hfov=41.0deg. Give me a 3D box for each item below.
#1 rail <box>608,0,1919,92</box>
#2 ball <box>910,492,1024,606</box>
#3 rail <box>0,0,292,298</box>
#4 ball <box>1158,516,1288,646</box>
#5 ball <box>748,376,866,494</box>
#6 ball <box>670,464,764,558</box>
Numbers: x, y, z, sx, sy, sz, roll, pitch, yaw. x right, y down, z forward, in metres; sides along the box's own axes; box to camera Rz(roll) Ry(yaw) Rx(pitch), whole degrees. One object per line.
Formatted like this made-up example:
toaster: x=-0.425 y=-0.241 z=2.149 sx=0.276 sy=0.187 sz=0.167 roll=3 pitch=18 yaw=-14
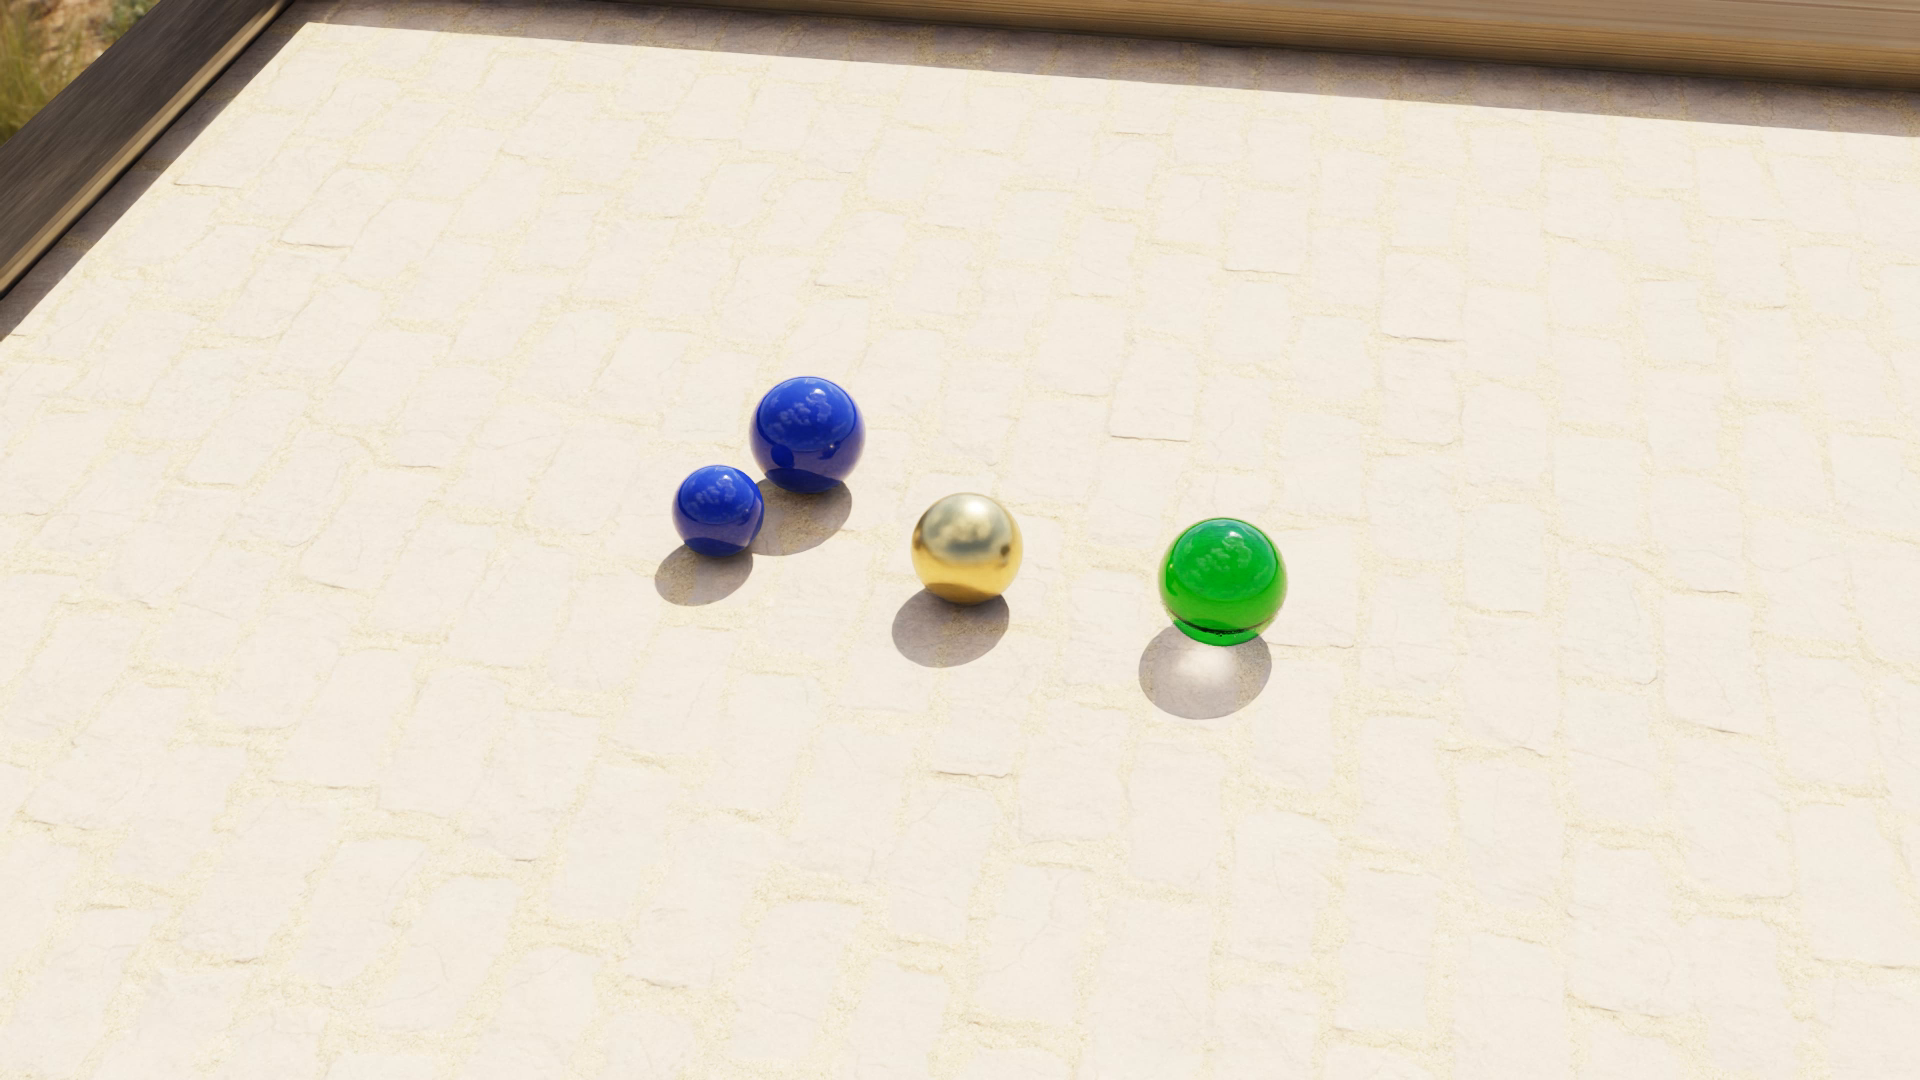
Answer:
rail: x=1.063 y=-0.484 z=2.544 sx=3.626 sy=0.120 sz=0.045 roll=6 pitch=35 yaw=8
ball: x=0.005 y=0.006 z=1.865 sx=0.083 sy=0.083 sz=0.083 roll=0 pitch=35 yaw=0
rail: x=-0.870 y=-0.101 z=1.986 sx=0.045 sy=0.120 sz=2.039 roll=6 pitch=35 yaw=8
ball: x=0.187 y=0.029 z=1.823 sx=0.093 sy=0.093 sz=0.093 roll=0 pitch=35 yaw=0
ball: x=-0.118 y=-0.081 z=1.985 sx=0.092 sy=0.092 sz=0.092 roll=0 pitch=35 yaw=0
ball: x=-0.181 y=-0.022 z=1.918 sx=0.070 sy=0.070 sz=0.070 roll=0 pitch=35 yaw=0
